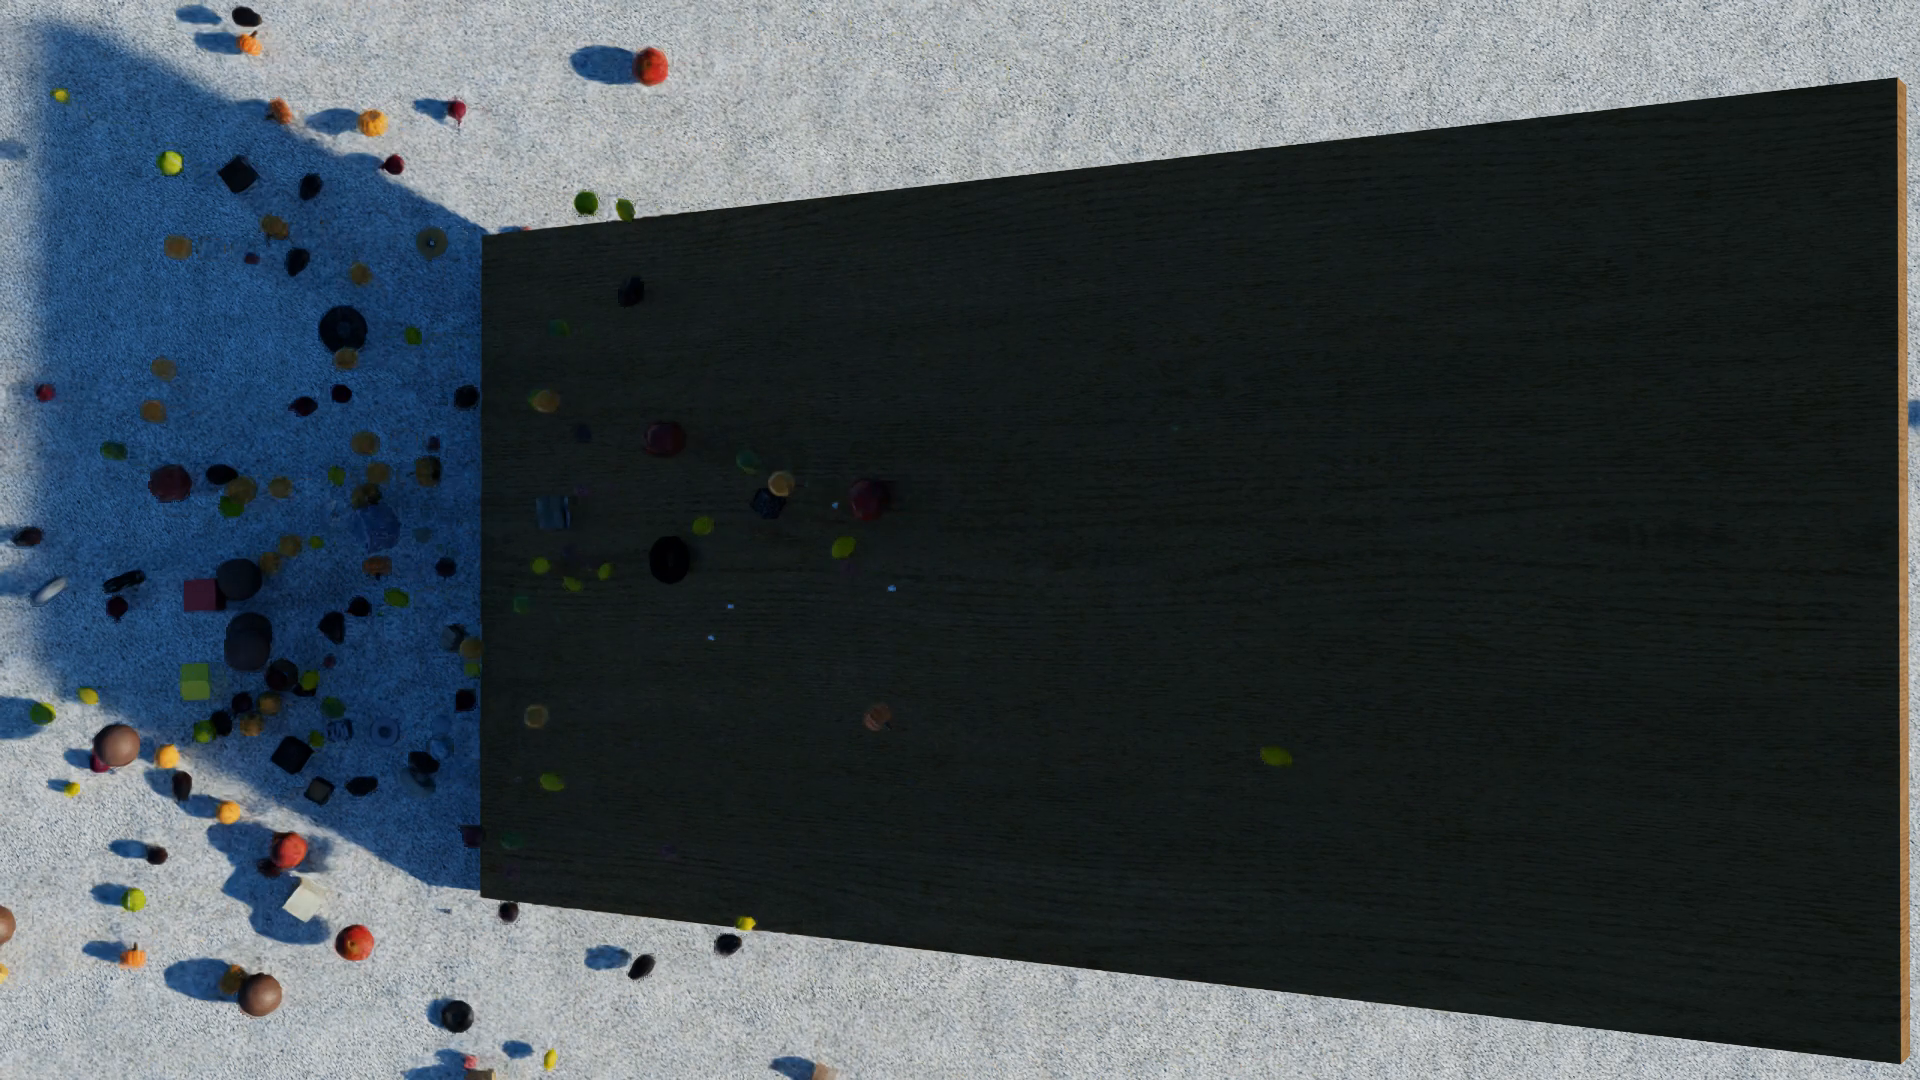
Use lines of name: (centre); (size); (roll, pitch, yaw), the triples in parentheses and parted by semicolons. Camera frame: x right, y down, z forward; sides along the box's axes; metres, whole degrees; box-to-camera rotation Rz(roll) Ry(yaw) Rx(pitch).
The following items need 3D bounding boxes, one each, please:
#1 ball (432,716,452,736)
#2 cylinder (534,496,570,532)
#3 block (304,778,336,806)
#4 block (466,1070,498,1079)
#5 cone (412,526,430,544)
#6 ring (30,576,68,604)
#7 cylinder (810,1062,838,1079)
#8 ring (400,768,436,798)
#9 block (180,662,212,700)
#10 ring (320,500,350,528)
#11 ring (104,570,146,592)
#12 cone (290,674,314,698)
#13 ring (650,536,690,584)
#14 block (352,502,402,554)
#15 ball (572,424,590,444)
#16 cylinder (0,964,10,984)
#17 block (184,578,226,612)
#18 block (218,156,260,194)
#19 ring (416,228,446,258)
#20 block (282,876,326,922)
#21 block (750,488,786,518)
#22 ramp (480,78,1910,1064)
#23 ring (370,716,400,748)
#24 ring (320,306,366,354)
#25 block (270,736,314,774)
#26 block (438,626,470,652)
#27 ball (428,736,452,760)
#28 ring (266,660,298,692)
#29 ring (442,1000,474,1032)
ball: (-1.569, 0.563, 6.669); (0.060, 0.060, 0.060); (0, 90, 0)
cylinder: (-1.188, -0.077, 6.407); (0.096, 0.096, 0.096); (-7, 90, 0)
block: (-1.948, 0.764, 6.689); (0.060, 0.060, 0.060); (29, 90, 0)
block: (-1.446, 1.662, 6.654); (0.079, 0.079, 0.079); (-7, 124, 5)
cone: (-1.651, -0.023, 6.689); (0.053, 0.053, 0.053); (-10, 67, 24)
ring: (-2.759, 0.152, 6.661); (0.118, 0.118, 0.039); (-33, 105, 0)
cylinder: (-0.414, 1.631, 6.678); (0.065, 0.065, 0.065); (26, 90, 2)
ring: (-1.640, 0.734, 6.657); (0.117, 0.117, 0.039); (40, 94, 0)
block: (-2.313, 0.429, 6.658); (0.077, 0.077, 0.077); (-3, 131, -14)
ring: (-1.907, -0.079, 6.712); (0.087, 0.029, 0.087); (0, 90, -1)
ring: (-2.528, 0.125, 6.660); (0.123, 0.123, 0.041); (-21, 95, 0)
cone: (-1.996, 0.431, 6.706); (0.071, 0.071, 0.071); (6, 55, 0)
ring: (-0.820, 0.056, 6.206); (0.136, 0.045, 0.136); (1, 91, 33)
block: (-1.762, -0.036, 6.641); (0.098, 0.098, 0.098); (-19, 58, -39)
ball: (-1.101, -0.308, 6.386); (0.056, 0.056, 0.056); (0, 90, 0)
cylinder: (-2.944, 1.326, 6.676); (0.076, 0.076, 0.076); (39, 84, 0)
block: (-2.293, 0.167, 6.678); (0.094, 0.094, 0.094); (-2, 90, 0)
block: (-2.193, -1.110, 6.684); (0.080, 0.080, 0.080); (-36, 105, 0)
ring: (-1.615, -0.908, 6.718); (0.094, 0.031, 0.094); (0, 88, 0)
block: (-1.987, 1.089, 6.662); (0.088, 0.088, 0.088); (39, 90, -17)
block: (-0.525, -0.100, 6.005); (0.060, 0.060, 0.060); (40, 110, 27)
ramp: (0.255, 0.070, 5.590); (4.000, 0.100, 2.000); (0, 89, 33)
ring: (-1.754, 0.585, 6.705); (0.094, 0.031, 0.094); (0, 91, 0)
ring: (-1.882, -0.641, 6.707); (0.147, 0.049, 0.147); (0, 92, 3)
block: (-2.030, 0.653, 6.680); (0.080, 0.080, 0.080); (35, 90, 0)
block: (-1.533, 0.298, 6.664); (0.057, 0.057, 0.057); (32, 107, 31)
ball: (-1.578, 0.632, 6.669); (0.075, 0.075, 0.075); (0, 90, 0)
ring: (-2.068, 0.413, 6.706); (0.098, 0.033, 0.098); (0, 91, -1)
ring: (-1.530, 1.452, 6.697); (0.098, 0.033, 0.098); (0, 91, 0)
